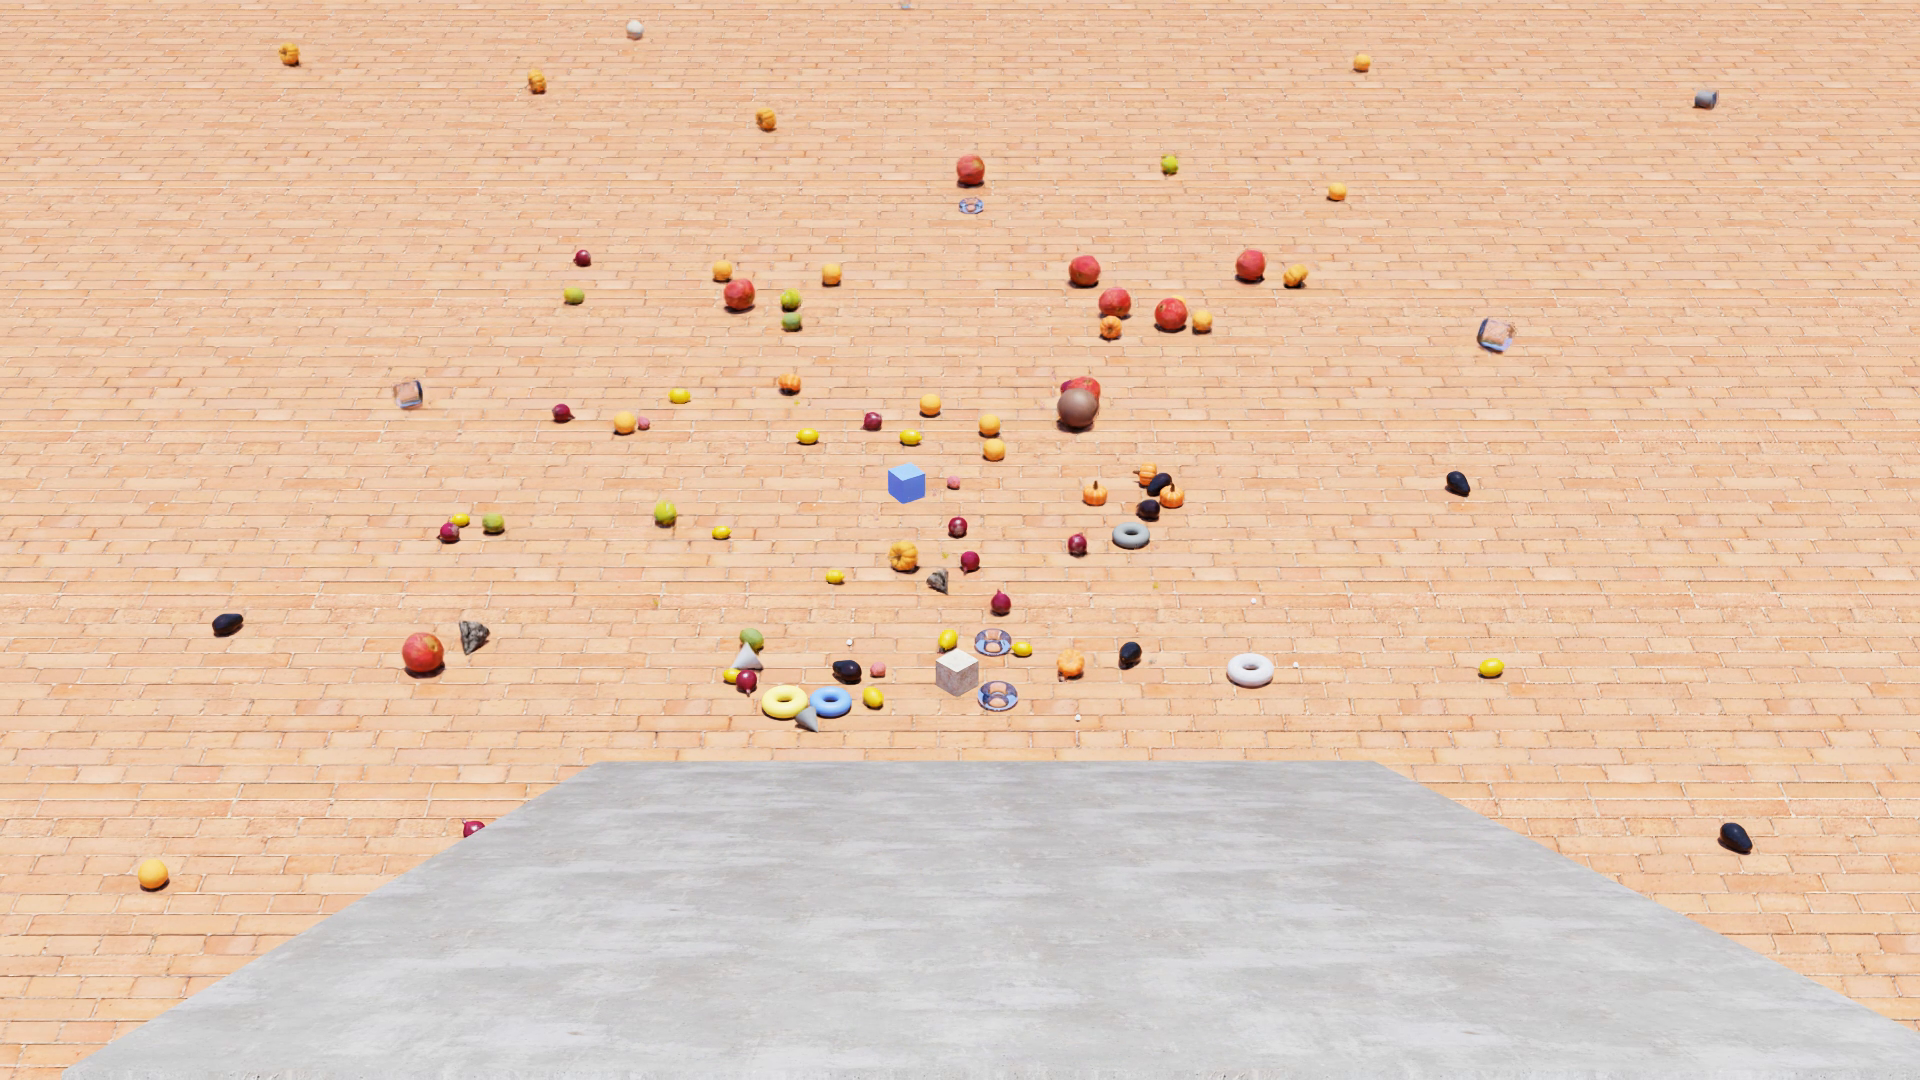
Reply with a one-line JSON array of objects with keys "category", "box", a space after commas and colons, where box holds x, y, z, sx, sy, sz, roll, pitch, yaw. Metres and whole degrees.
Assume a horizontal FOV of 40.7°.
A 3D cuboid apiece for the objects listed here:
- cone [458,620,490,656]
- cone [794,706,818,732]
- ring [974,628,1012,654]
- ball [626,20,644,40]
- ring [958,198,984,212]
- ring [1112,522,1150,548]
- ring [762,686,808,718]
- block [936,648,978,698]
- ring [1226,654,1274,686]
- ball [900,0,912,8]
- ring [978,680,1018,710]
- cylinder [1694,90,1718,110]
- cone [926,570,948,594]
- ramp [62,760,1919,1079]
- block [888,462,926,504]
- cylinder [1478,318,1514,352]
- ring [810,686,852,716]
[{"category": "cone", "box": [-1.378, 0.290, 7.278, 0.090, 0.090, 0.090, 5, 58, 9]}, {"category": "cone", "box": [-0.397, 0.493, 6.947, 0.067, 0.067, 0.067, -22, 64, -32]}, {"category": "ring", "box": [0.094, 0.286, 7.290, 0.108, 0.036, 0.108, 0, 30, 0]}, {"category": "ball", "box": [-1.449, -2.274, 11.542, 0.081, 0.081, 0.081, 0, 31, 0]}, {"category": "ring", "box": [0.043, -1.283, 9.926, 0.099, 0.033, 0.099, -1, 32, 0]}, {"category": "ring", "box": [0.515, -0.015, 7.792, 0.115, 0.038, 0.115, 0, 32, 0]}, {"category": "ring", "box": [-0.476, 0.439, 7.026, 0.127, 0.042, 0.127, -1, 31, 1]}, {"category": "block", "box": [-0.008, 0.365, 7.109, 0.084, 0.084, 0.084, -27, 40, -37]}, {"category": "ring", "box": [0.803, 0.359, 7.160, 0.131, 0.044, 0.131, -1, 31, 1]}, {"category": "ball", "box": [-0.252, -2.470, 11.896, 0.056, 0.056, 0.056, 0, 31, 0]}, {"category": "ring", "box": [0.103, 0.423, 7.058, 0.111, 0.037, 0.111, 1, 32, -1]}, {"category": "cylinder", "box": [3.120, -1.842, 10.829, 0.069, 0.069, 0.069, 20, 36, 30]}, {"category": "cone", "box": [-0.050, 0.134, 7.548, 0.069, 0.069, 0.069, -17, 61, -26]}, {"category": "ramp", "box": [0.069, 0.610, 4.680, 2.000, 0.100, 4.000, 0, 0, 0]}, {"category": "block", "box": [-0.165, -0.176, 8.017, 0.084, 0.084, 0.084, -19, 36, -28]}, {"category": "cylinder", "box": [1.840, -0.704, 8.896, 0.093, 0.093, 0.093, 20, 36, 29]}, {"category": "ring", "box": [-0.352, 0.439, 7.030, 0.116, 0.039, 0.116, 1, 31, -1]}]
